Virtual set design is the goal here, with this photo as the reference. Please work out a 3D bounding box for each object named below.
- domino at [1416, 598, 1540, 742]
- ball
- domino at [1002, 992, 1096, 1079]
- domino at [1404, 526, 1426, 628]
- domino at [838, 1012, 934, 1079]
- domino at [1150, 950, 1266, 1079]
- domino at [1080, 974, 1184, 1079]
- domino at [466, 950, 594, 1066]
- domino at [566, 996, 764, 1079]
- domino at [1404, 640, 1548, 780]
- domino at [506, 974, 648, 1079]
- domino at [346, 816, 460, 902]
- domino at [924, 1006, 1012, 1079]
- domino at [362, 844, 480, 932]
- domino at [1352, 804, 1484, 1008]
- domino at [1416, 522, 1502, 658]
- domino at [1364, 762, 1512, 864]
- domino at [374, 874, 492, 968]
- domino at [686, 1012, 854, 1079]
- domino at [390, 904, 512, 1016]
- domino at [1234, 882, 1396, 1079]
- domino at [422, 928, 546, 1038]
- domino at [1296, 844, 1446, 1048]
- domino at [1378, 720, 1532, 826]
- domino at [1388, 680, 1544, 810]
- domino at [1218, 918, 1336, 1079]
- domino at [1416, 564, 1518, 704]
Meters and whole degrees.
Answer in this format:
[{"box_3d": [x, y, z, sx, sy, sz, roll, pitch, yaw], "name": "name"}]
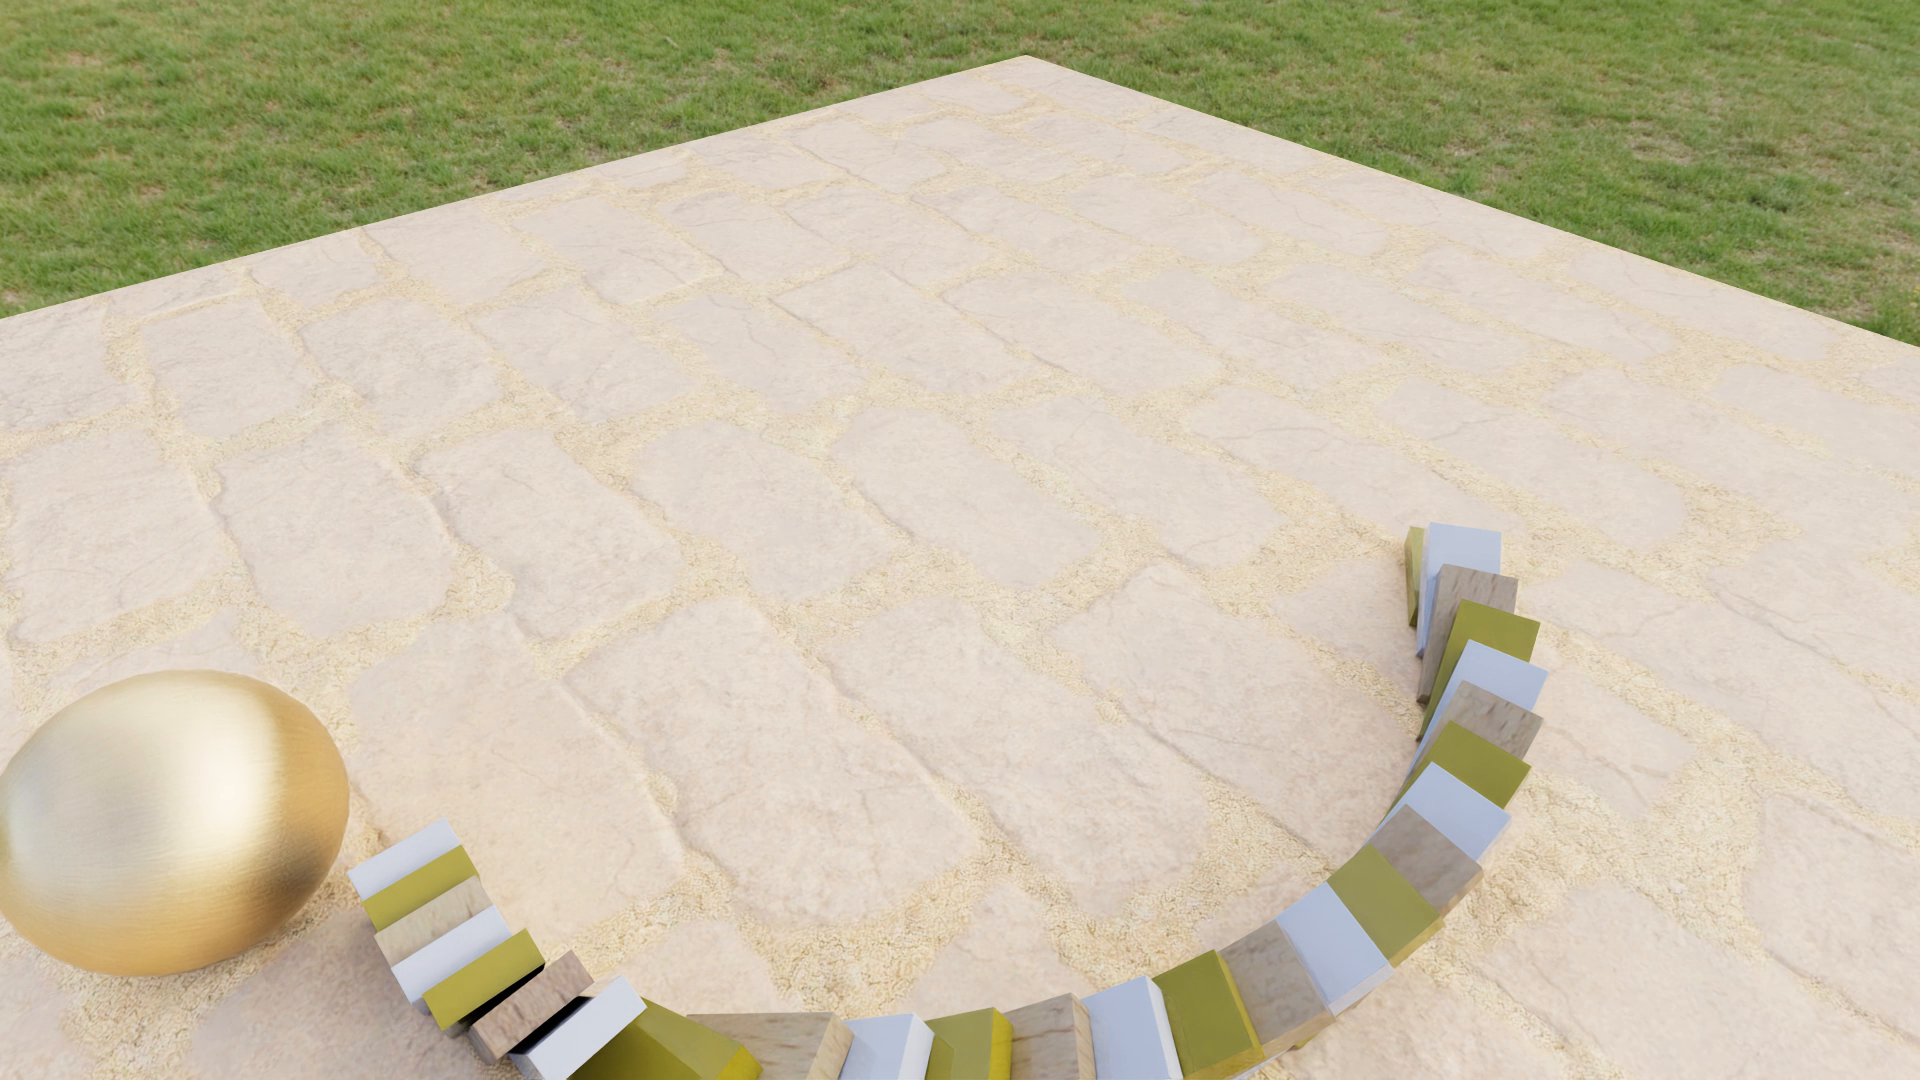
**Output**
[{"box_3d": [0.173, 0.047, 0.367, 0.025, 0.010, 0.050, 19, 73, 21], "name": "domino"}, {"box_3d": [-0.210, 0.075, 0.297, 0.080, 0.080, 0.080, 0, 39, 0], "name": "ball"}, {"box_3d": [0.008, 0.130, 0.266, 0.050, 0.009, 0.025, -25, 36, 18], "name": "domino"}, {"box_3d": [0.187, 0.015, 0.425, 0.025, 0.009, 0.050, 10, 40, 12], "name": "domino"}, {"box_3d": [-0.032, 0.131, 0.265, 0.050, 0.009, 0.025, -19, 32, 27], "name": "domino"}, {"box_3d": [0.047, 0.125, 0.272, 0.050, 0.010, 0.025, -30, 39, 11], "name": "domino"}, {"box_3d": [0.027, 0.128, 0.268, 0.050, 0.009, 0.025, -27, 37, 15], "name": "domino"}, {"box_3d": [-0.107, 0.116, 0.272, 0.025, 0.050, 0.010, -34, 83, -35], "name": "domino"}, {"box_3d": [-0.073, 0.129, 0.266, 0.050, 0.009, 0.025, -4, 33, 45], "name": "domino"}, {"box_3d": [0.165, 0.060, 0.352, 0.025, 0.009, 0.050, 24, 75, 26], "name": "domino"}, {"box_3d": [-0.094, 0.120, 0.268, 0.025, 0.050, 0.009, -36, 87, -35], "name": "domino"}, {"box_3d": [-0.150, 0.092, 0.301, 0.025, 0.050, 0.010, -30, 79, -31], "name": "domino"}, {"box_3d": [-0.012, 0.131, 0.265, 0.050, 0.009, 0.025, -21, 34, 22], "name": "domino"}, {"box_3d": [-0.143, 0.097, 0.295, 0.025, 0.050, 0.009, -30, 79, -31], "name": "domino"}, {"box_3d": [0.116, 0.100, 0.302, 0.050, 0.009, 0.025, -44, 50, -3], "name": "domino"}, {"box_3d": [0.182, 0.020, 0.401, 0.025, 0.009, 0.050, 9, 68, 12], "name": "domino"}, {"box_3d": [0.130, 0.091, 0.313, 0.050, 0.009, 0.025, -48, 53, -6], "name": "domino"}, {"box_3d": [-0.136, 0.103, 0.288, 0.025, 0.050, 0.010, -30, 79, -31], "name": "domino"}, {"box_3d": [-0.052, 0.129, 0.267, 0.050, 0.009, 0.025, -16, 30, 31], "name": "domino"}, {"box_3d": [-0.129, 0.108, 0.281, 0.025, 0.050, 0.010, -30, 79, -31], "name": "domino"}, {"box_3d": [0.083, 0.114, 0.285, 0.050, 0.010, 0.025, -37, 44, 4], "name": "domino"}, {"box_3d": [-0.119, 0.112, 0.276, 0.025, 0.050, 0.009, -30, 79, -31], "name": "domino"}, {"box_3d": [0.100, 0.108, 0.293, 0.050, 0.010, 0.025, -41, 47, 0], "name": "domino"}, {"box_3d": [0.143, 0.081, 0.325, 0.025, 0.010, 0.050, 32, 79, 33], "name": "domino"}, {"box_3d": [0.155, 0.071, 0.338, 0.025, 0.009, 0.050, 28, 77, 30], "name": "domino"}, {"box_3d": [0.065, 0.120, 0.277, 0.050, 0.009, 0.025, -33, 41, 8], "name": "domino"}, {"box_3d": [0.177, 0.035, 0.384, 0.025, 0.009, 0.050, 13, 68, 15], "name": "domino"}]
